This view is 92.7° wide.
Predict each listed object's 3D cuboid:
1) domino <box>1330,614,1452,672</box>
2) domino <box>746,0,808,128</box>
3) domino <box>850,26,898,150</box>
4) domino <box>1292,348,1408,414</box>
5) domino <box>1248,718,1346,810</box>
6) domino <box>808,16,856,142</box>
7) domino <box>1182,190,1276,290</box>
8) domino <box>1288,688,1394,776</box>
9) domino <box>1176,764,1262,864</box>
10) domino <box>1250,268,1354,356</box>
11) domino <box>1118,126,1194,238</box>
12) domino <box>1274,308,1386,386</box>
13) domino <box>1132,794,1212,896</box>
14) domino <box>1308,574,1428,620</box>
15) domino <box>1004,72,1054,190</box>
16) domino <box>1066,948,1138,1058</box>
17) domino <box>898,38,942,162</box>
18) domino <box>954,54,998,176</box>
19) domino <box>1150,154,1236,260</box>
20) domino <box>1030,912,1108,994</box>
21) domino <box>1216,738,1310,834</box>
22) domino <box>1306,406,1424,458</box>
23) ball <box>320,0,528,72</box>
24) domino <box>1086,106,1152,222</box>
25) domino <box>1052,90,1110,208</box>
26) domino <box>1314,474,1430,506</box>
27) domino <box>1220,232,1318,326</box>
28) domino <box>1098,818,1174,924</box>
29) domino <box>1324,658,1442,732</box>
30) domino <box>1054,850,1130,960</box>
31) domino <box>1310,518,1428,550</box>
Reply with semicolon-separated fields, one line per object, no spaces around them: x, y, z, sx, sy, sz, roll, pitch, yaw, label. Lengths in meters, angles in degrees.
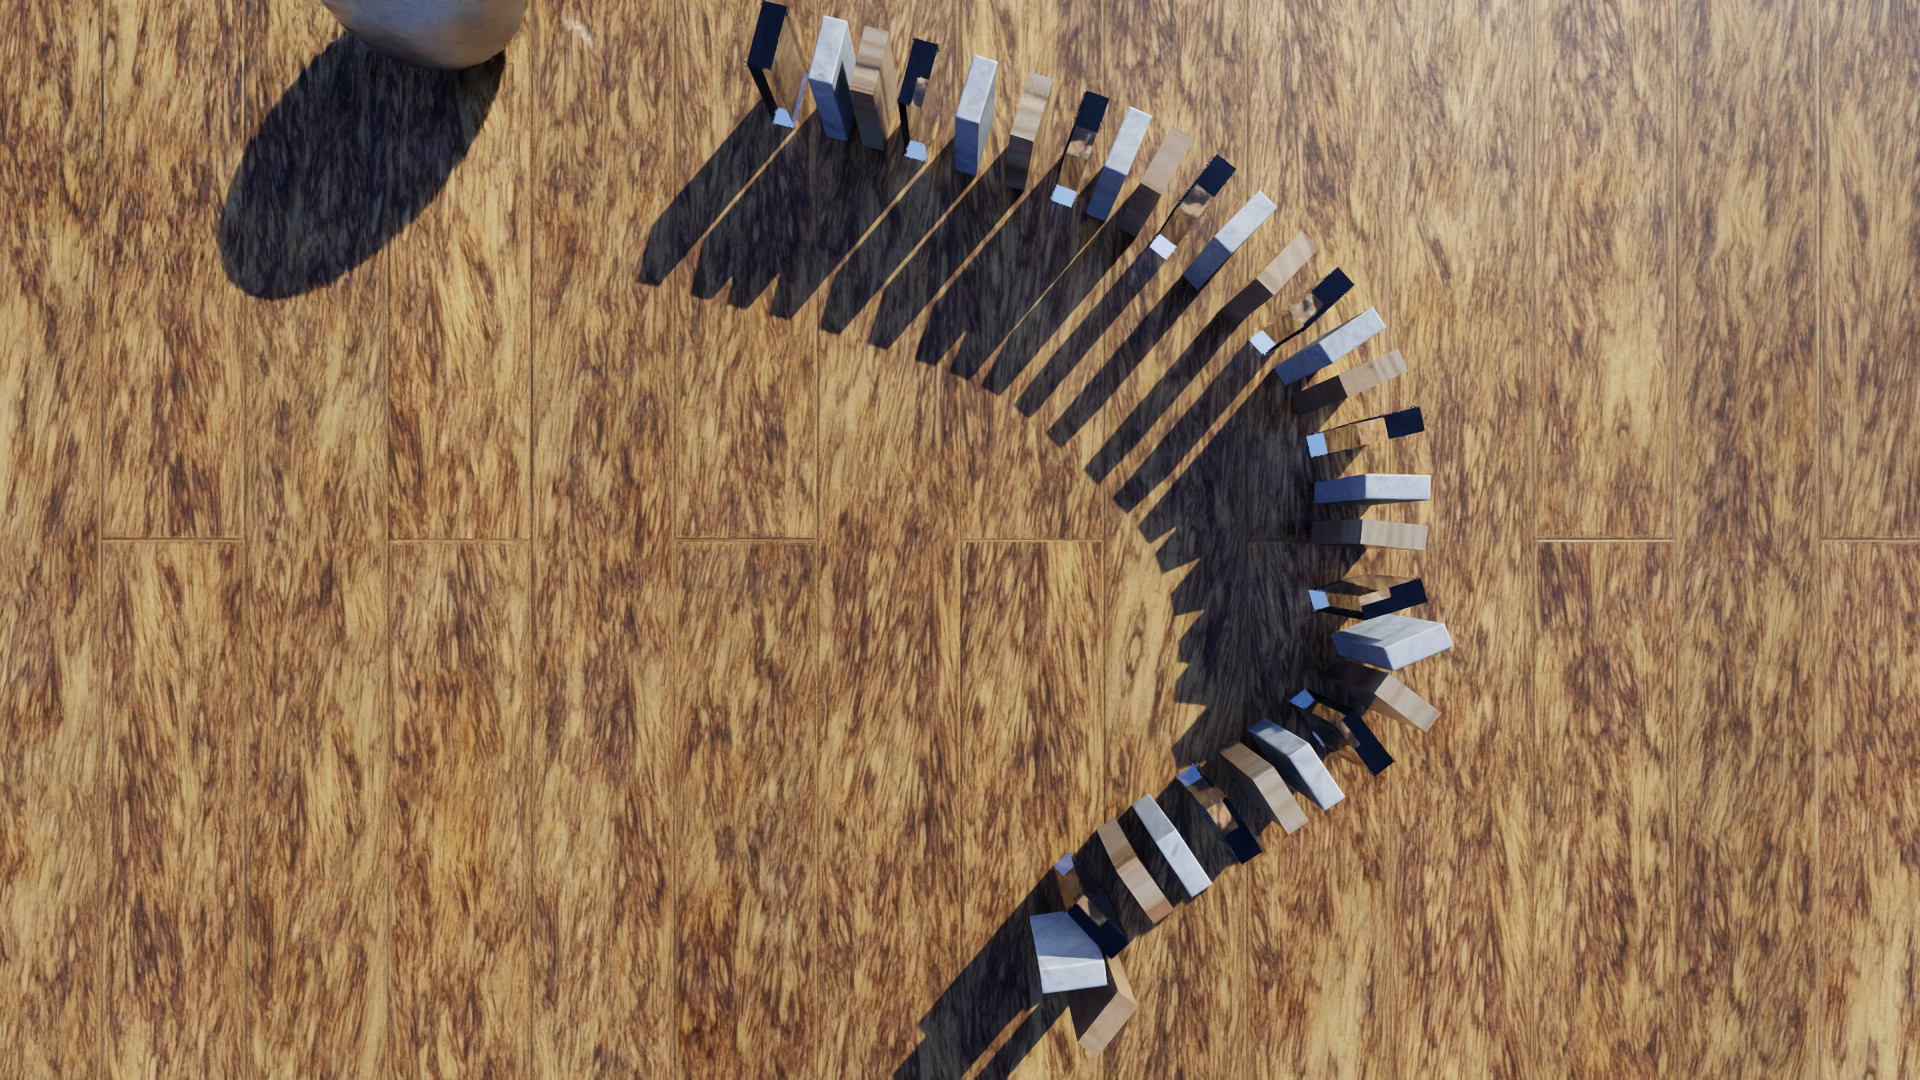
0.175;0.041;0.375;0.025;0.050;0.010;-22;90;0;domino
-0.074;-0.193;0.375;0.009;0.050;0.025;15;90;0;domino
-0.035;-0.183;0.375;0.009;0.050;0.025;14;90;0;domino
0.158;-0.064;0.375;0.025;0.050;0.010;-24;90;0;domino
0.136;0.091;0.375;0.009;0.050;0.025;-34;90;0;domino
-0.051;-0.187;0.375;0.010;0.050;0.025;14;90;0;domino
0.109;-0.121;0.375;0.009;0.050;0.025;44;90;0;domino
0.155;0.078;0.375;0.009;0.050;0.025;-37;90;0;domino
0.105;0.111;0.375;0.009;0.050;0.025;-33;90;0;domino
0.138;-0.093;0.375;0.025;0.050;0.009;-43;90;0;domino
0.079;-0.145;0.375;0.010;0.050;0.025;29;90;0;domino
0.150;-0.078;0.375;0.025;0.050;0.009;-34;90;0;domino
0.086;0.124;0.375;0.009;0.050;0.025;-34;90;0;domino
0.165;0.023;0.375;0.025;0.050;0.009;-17;90;0;domino
0.027;-0.166;0.375;0.010;0.050;0.025;18;90;0;domino
0.056;0.185;0.375;0.009;0.050;0.025;39;90;0;domino
-0.016;-0.178;0.375;0.009;0.050;0.025;15;90;0;domino
0.006;-0.172;0.375;0.009;0.050;0.025;17;90;0;domino
0.094;-0.135;0.375;0.010;0.050;0.025;39;90;0;domino
0.043;0.167;0.375;0.025;0.050;0.010;-7;90;0;domino
0.123;0.100;0.375;0.009;0.050;0.025;-33;90;0;domino
0.164;-0.044;0.375;0.025;0.050;0.009;-13;90;0;domino
-0.213;-0.229;0.360;0.080;0.080;0.080;0;90;0;ball
0.064;-0.152;0.375;0.010;0.050;0.025;23;90;0;domino
0.048;-0.159;0.375;0.010;0.050;0.025;20;90;0;domino
0.167;-0.020;0.375;0.025;0.050;0.010;1;90;0;domino
0.125;-0.106;0.375;0.009;0.050;0.025;44;90;0;domino
0.071;0.134;0.375;0.009;0.050;0.025;-35;90;0;domino
0.171;0.062;0.375;0.025;0.050;0.009;37;90;0;domino
0.053;0.148;0.375;0.009;0.050;0.025;-43;90;0;domino
0.166;-0.002;0.375;0.025;0.050;0.010;6;90;0;domino
